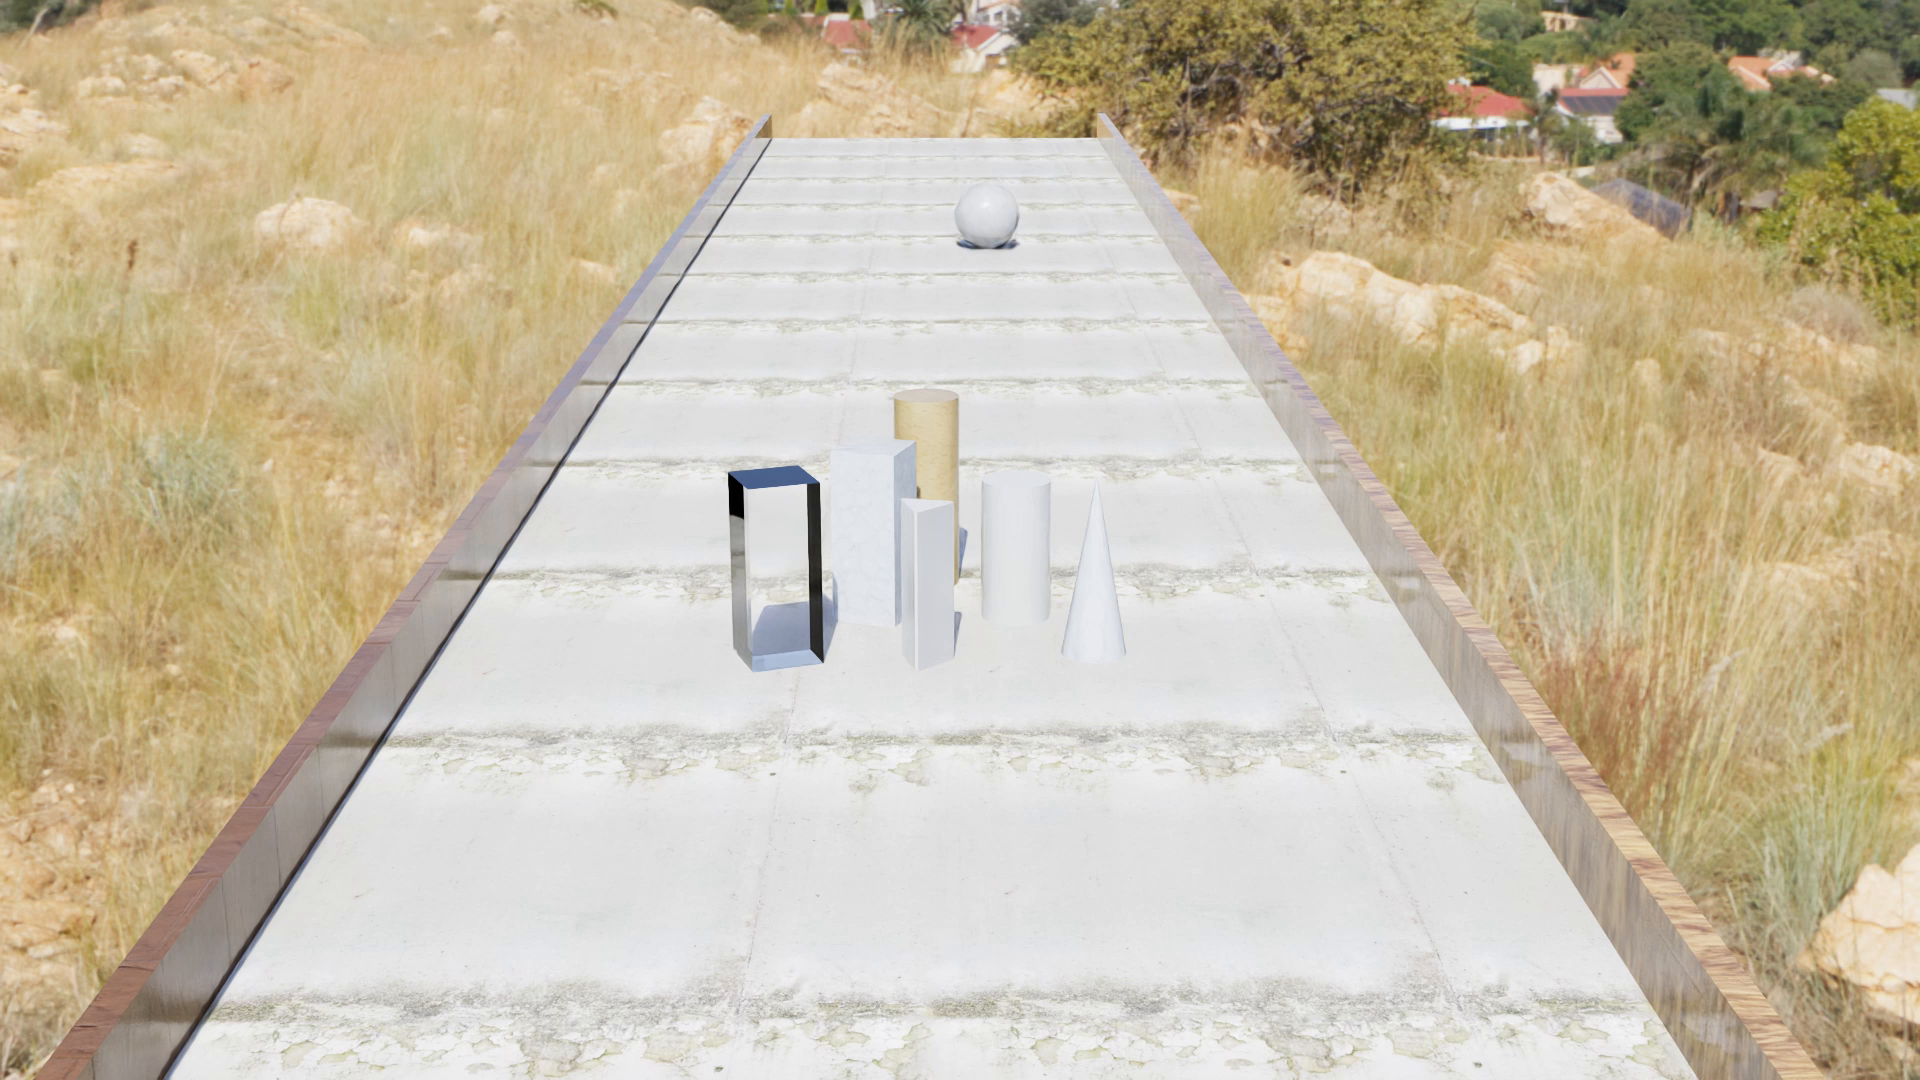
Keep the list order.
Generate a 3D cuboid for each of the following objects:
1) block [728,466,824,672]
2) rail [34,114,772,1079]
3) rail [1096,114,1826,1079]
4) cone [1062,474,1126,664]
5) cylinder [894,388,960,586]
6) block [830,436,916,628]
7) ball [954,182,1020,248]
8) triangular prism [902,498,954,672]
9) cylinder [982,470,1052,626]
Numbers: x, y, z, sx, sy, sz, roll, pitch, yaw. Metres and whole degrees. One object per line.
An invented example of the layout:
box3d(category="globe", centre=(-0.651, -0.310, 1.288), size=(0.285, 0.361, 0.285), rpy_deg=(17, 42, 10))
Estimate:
box3d(category="block", centre=(-0.367, 0.056, 4.382), size=(0.146, 0.375, 0.146), rpy_deg=(-6, 18, -20))
box3d(category="rail", centre=(-1.118, -0.838, 7.780), size=(0.050, 0.150, 12.000), rpy_deg=(0, 17, -1))
box3d(category="rail", centre=(0.932, -0.844, 7.801), size=(0.050, 0.150, 12.000), rpy_deg=(0, 17, -1))
box3d(category="cone", centre=(0.271, 0.049, 4.408), size=(0.132, 0.372, 0.132), rpy_deg=(0, 17, 0))
box3d(category="cylinder", centre=(-0.074, -0.112, 4.860), size=(0.144, 0.424, 0.144), rpy_deg=(0, 17, 0))
box3d(category="block", centre=(-0.181, -0.019, 4.640), size=(0.140, 0.370, 0.140), rpy_deg=(5, 17, 18))
box3d(category="ball", centre=(0.116, -1.388, 9.406), size=(0.278, 0.278, 0.278), rpy_deg=(0, 17, 0))
box3d(category="triangular prism", centre=(-0.082, 0.083, 4.373), size=(0.092, 0.327, 0.106), rpy_deg=(15, 22, 42))
box3d(category="cylinder", centre=(0.118, 0.016, 4.647), size=(0.147, 0.300, 0.147), rpy_deg=(0, 17, 0))
